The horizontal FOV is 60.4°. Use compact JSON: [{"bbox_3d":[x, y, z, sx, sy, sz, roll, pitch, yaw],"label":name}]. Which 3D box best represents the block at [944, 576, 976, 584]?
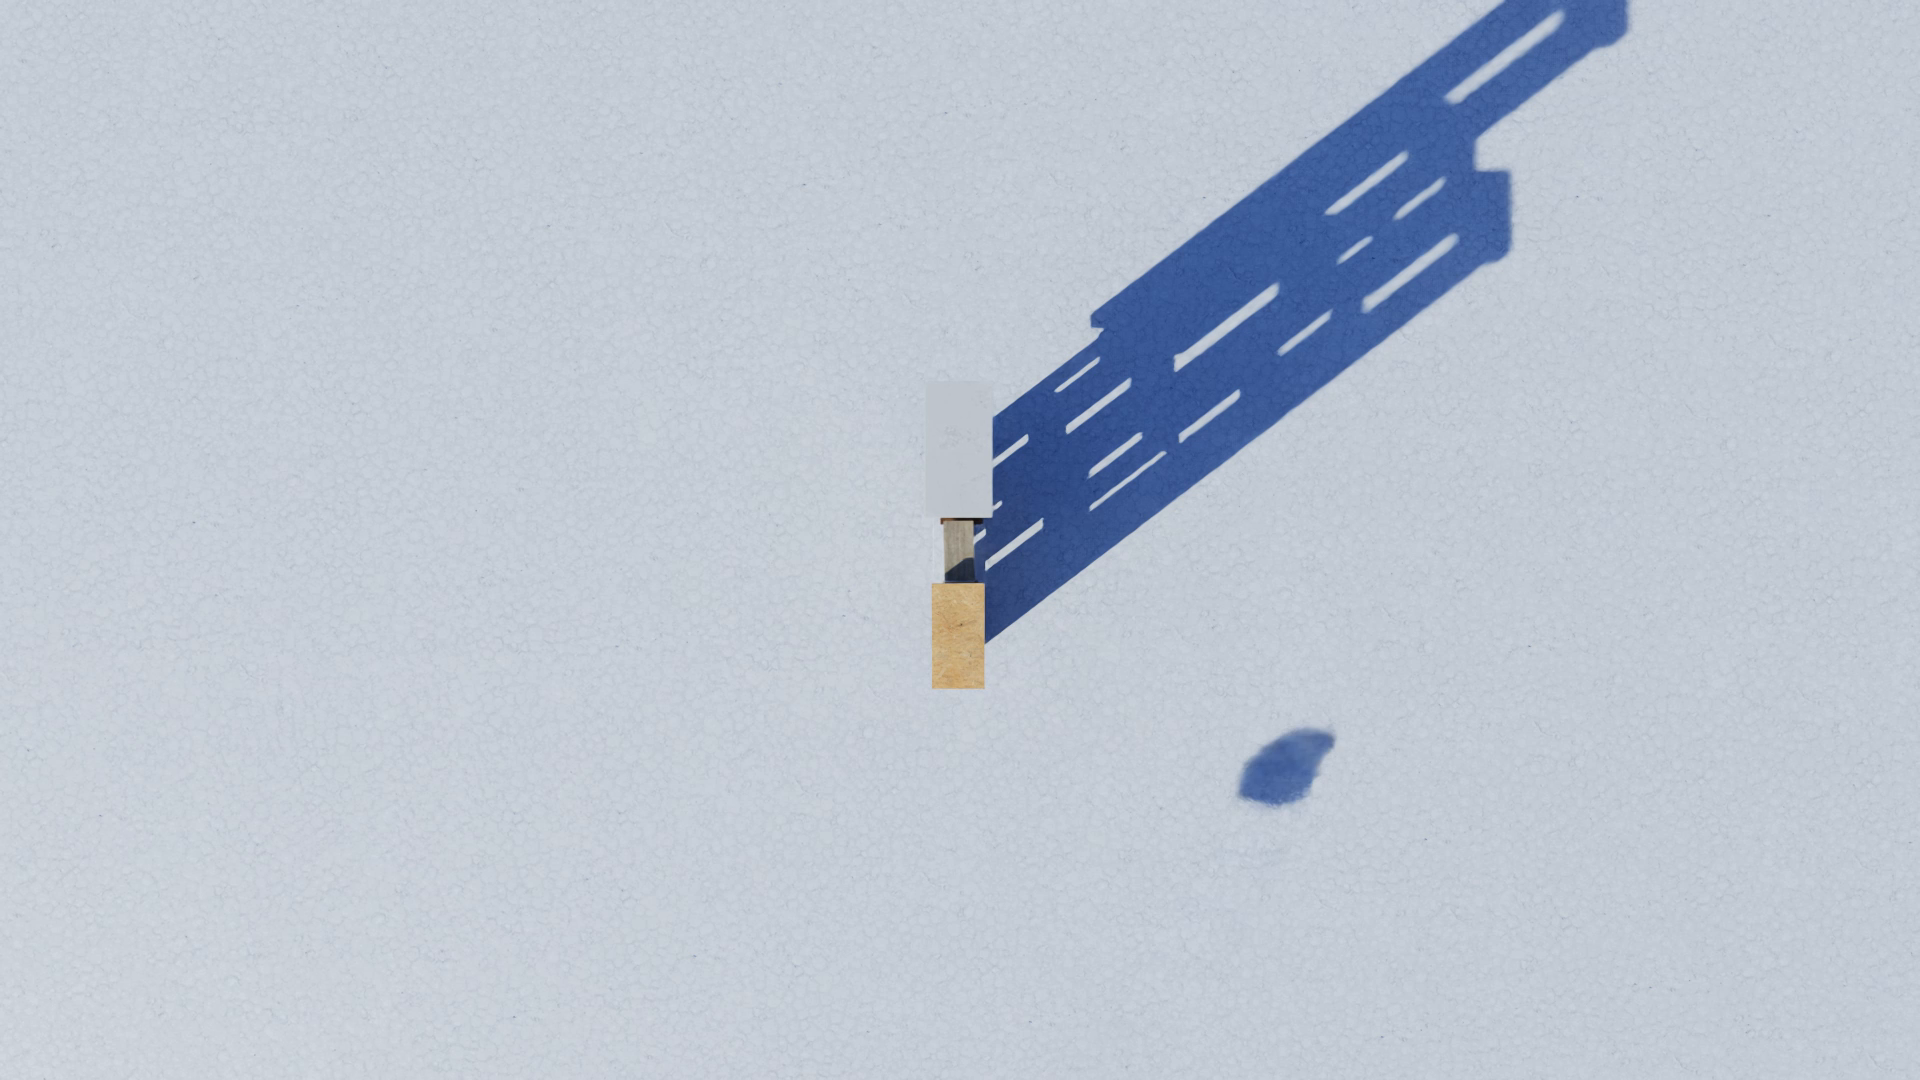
[{"bbox_3d":[0.000,0.184,4.635,0.086,0.024,0.171,0,90,0],"label":"block"}]

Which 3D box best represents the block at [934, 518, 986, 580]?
[{"bbox_3d":[-0.002,-0.035,4.720,0.149,0.042,0.298,0,90,0],"label":"block"}]

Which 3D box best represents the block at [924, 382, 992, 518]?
[{"bbox_3d":[-0.004,-0.223,4.079,0.167,0.047,0.335,0,90,0],"label":"block"}]

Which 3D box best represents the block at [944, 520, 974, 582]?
[{"bbox_3d":[-0.003,0.029,4.380,0.079,0.022,0.158,-1,90,0],"label":"block"}]

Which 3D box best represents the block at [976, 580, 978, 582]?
[{"bbox_3d":[0.004,0.217,4.831,0.097,0.027,0.194,0,90,0],"label":"block"}]

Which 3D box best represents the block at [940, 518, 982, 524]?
[{"bbox_3d":[0.004,-0.156,4.454,0.114,0.032,0.229,0,90,0],"label":"block"}]

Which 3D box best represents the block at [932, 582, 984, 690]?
[{"bbox_3d":[-0.005,0.251,4.328,0.138,0.039,0.275,0,90,0],"label":"block"}]

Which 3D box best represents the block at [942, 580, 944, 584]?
[{"bbox_3d":[0.000,0.152,5.262,0.111,0.031,0.222,0,90,0],"label":"block"}]
